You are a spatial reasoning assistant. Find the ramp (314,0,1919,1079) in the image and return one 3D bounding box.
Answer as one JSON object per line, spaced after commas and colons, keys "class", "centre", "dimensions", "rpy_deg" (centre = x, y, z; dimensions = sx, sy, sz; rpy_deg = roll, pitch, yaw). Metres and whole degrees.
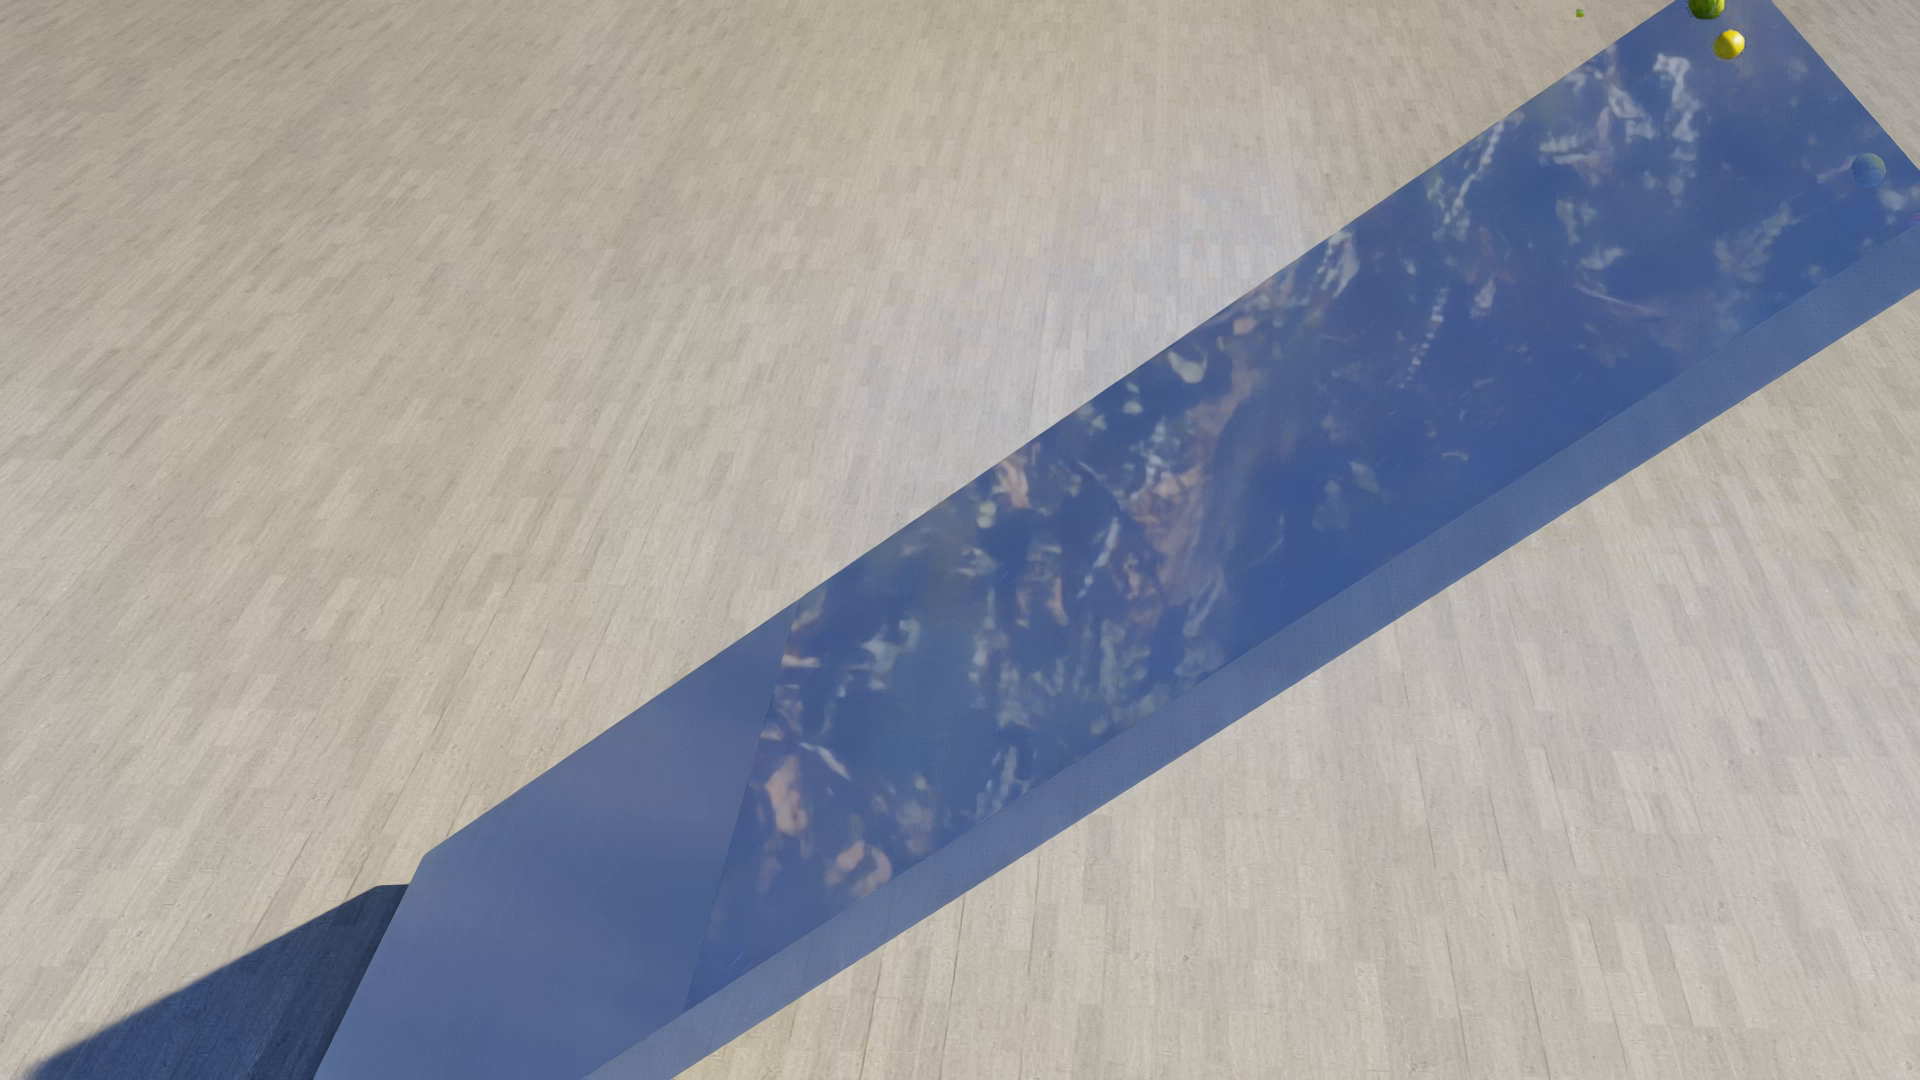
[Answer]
{"class": "ramp", "centre": [0.129, 0.179, 6.321], "dimensions": [4.000, 0.100, 2.000], "rpy_deg": [-34, 16, 16]}
